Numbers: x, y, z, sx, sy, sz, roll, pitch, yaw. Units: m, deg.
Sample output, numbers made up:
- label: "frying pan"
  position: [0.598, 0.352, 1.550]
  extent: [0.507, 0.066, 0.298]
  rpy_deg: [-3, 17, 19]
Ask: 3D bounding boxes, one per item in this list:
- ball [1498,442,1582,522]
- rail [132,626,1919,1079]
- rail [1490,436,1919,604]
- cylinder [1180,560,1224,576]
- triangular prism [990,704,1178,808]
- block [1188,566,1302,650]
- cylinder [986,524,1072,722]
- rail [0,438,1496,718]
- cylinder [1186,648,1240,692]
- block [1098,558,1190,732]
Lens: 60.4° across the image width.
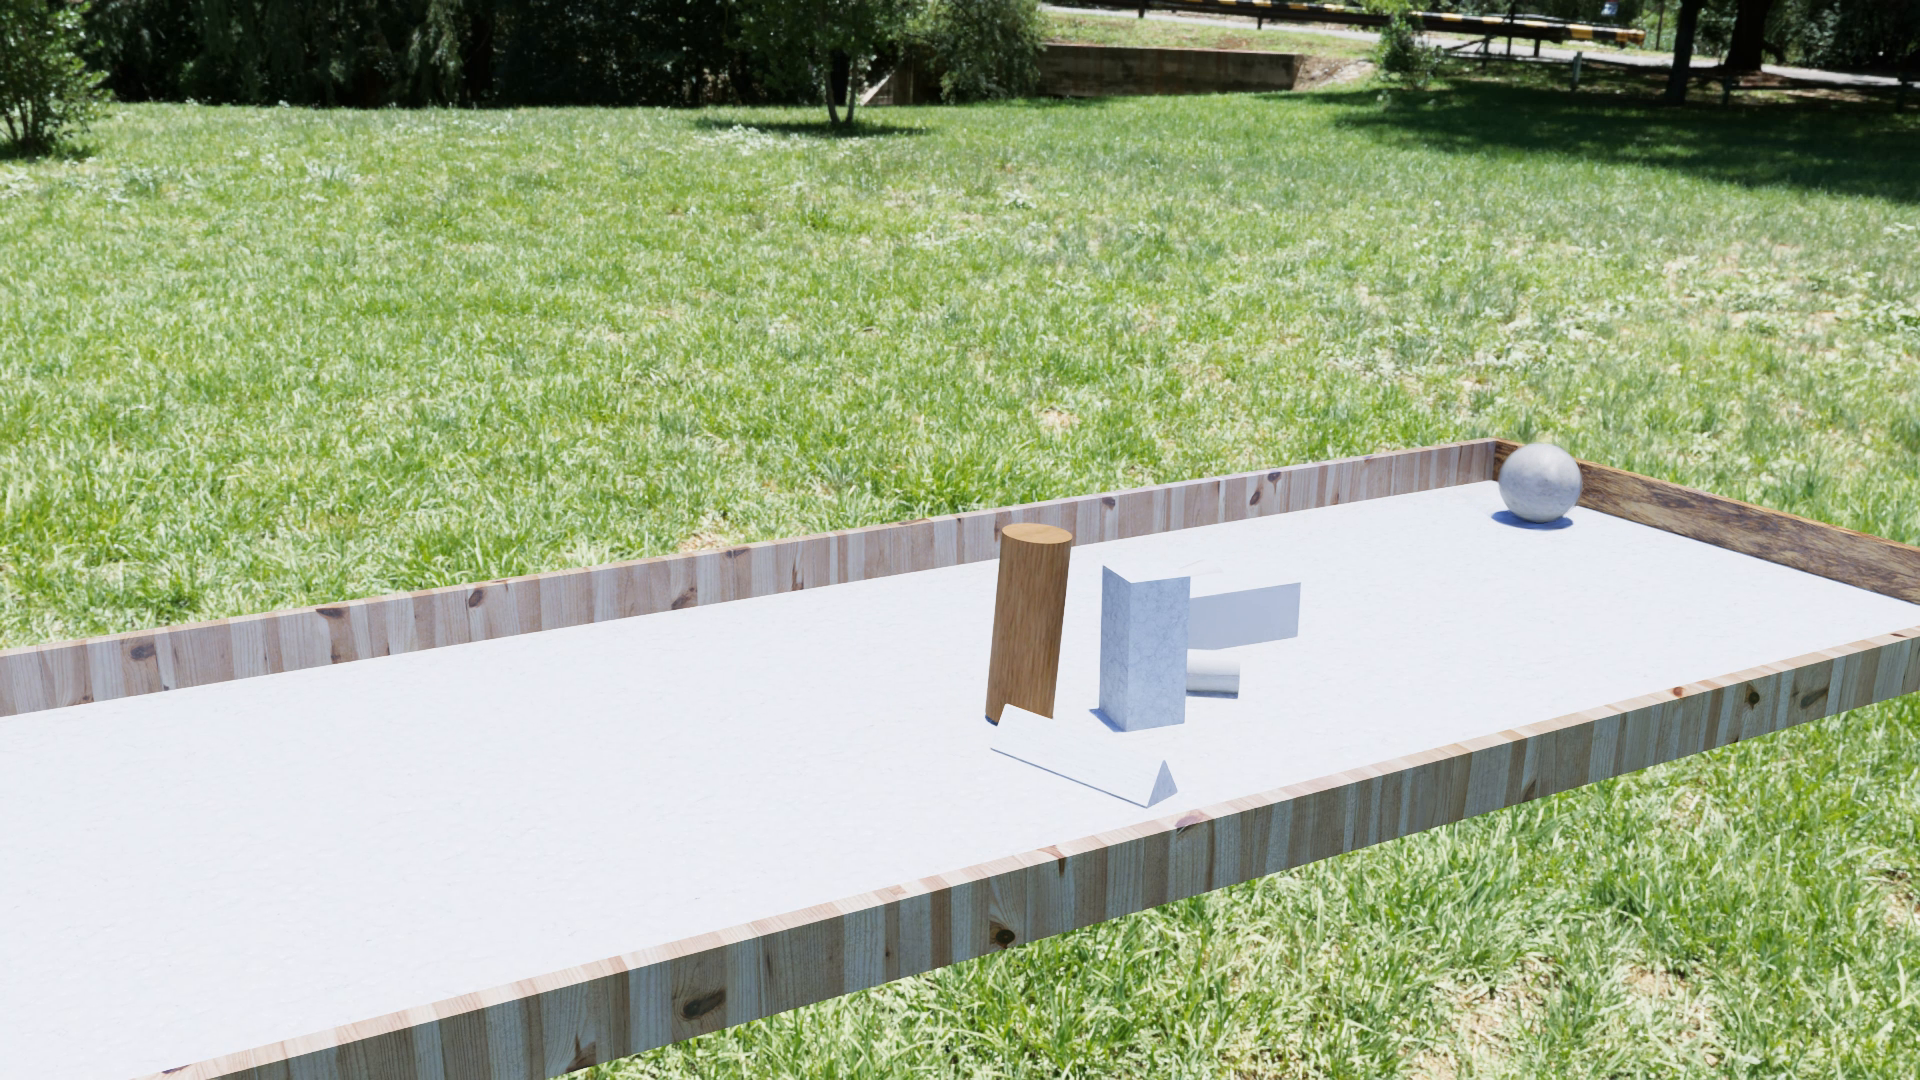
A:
- label: "ball"
  position: [1.949, -0.195, 5.547]
  extent: [0.266, 0.266, 0.266]
  rpy_deg: [0, 16, 0]
- label: "rail"
  position: [-2.336, 1.006, 1.665]
  extent: [12.000, 0.150, 0.050]
  rpy_deg: [-9, 18, -27]
- label: "rail"
  position: [2.466, -0.048, 5.253]
  extent: [0.050, 0.150, 2.100]
  rpy_deg: [-9, 18, -27]
- label: "cylinder"
  position: [0.577, 0.155, 4.612]
  extent: [0.121, 0.121, 0.408]
  rpy_deg: [15, 22, 41]
- label: "triangular prism"
  position: [0.266, 0.461, 3.615]
  extent: [0.445, 0.092, 0.107]
  rpy_deg: [15, 22, 42]
- label: "block"
  position: [0.697, 0.190, 4.431]
  extent: [0.404, 0.156, 0.156]
  rpy_deg: [-7, 18, -22]
- label: "cylinder"
  position: [0.159, 0.199, 3.859]
  extent: [0.162, 0.450, 0.162]
  rpy_deg: [5, 16, -1]
- label: "rail"
  position: [-3.305, 0.497, 3.399]
  extent: [12.000, 0.150, 0.050]
  rpy_deg: [-9, 18, -27]
- label: "cylinder"
  position: [0.535, 0.319, 4.087]
  extent: [0.311, 0.102, 0.102]
  rpy_deg: [2, 17, 8]
- label: "block"
  position: [0.431, 0.245, 3.875]
  extent: [0.152, 0.365, 0.152]
  rpy_deg: [-6, 17, -19]
